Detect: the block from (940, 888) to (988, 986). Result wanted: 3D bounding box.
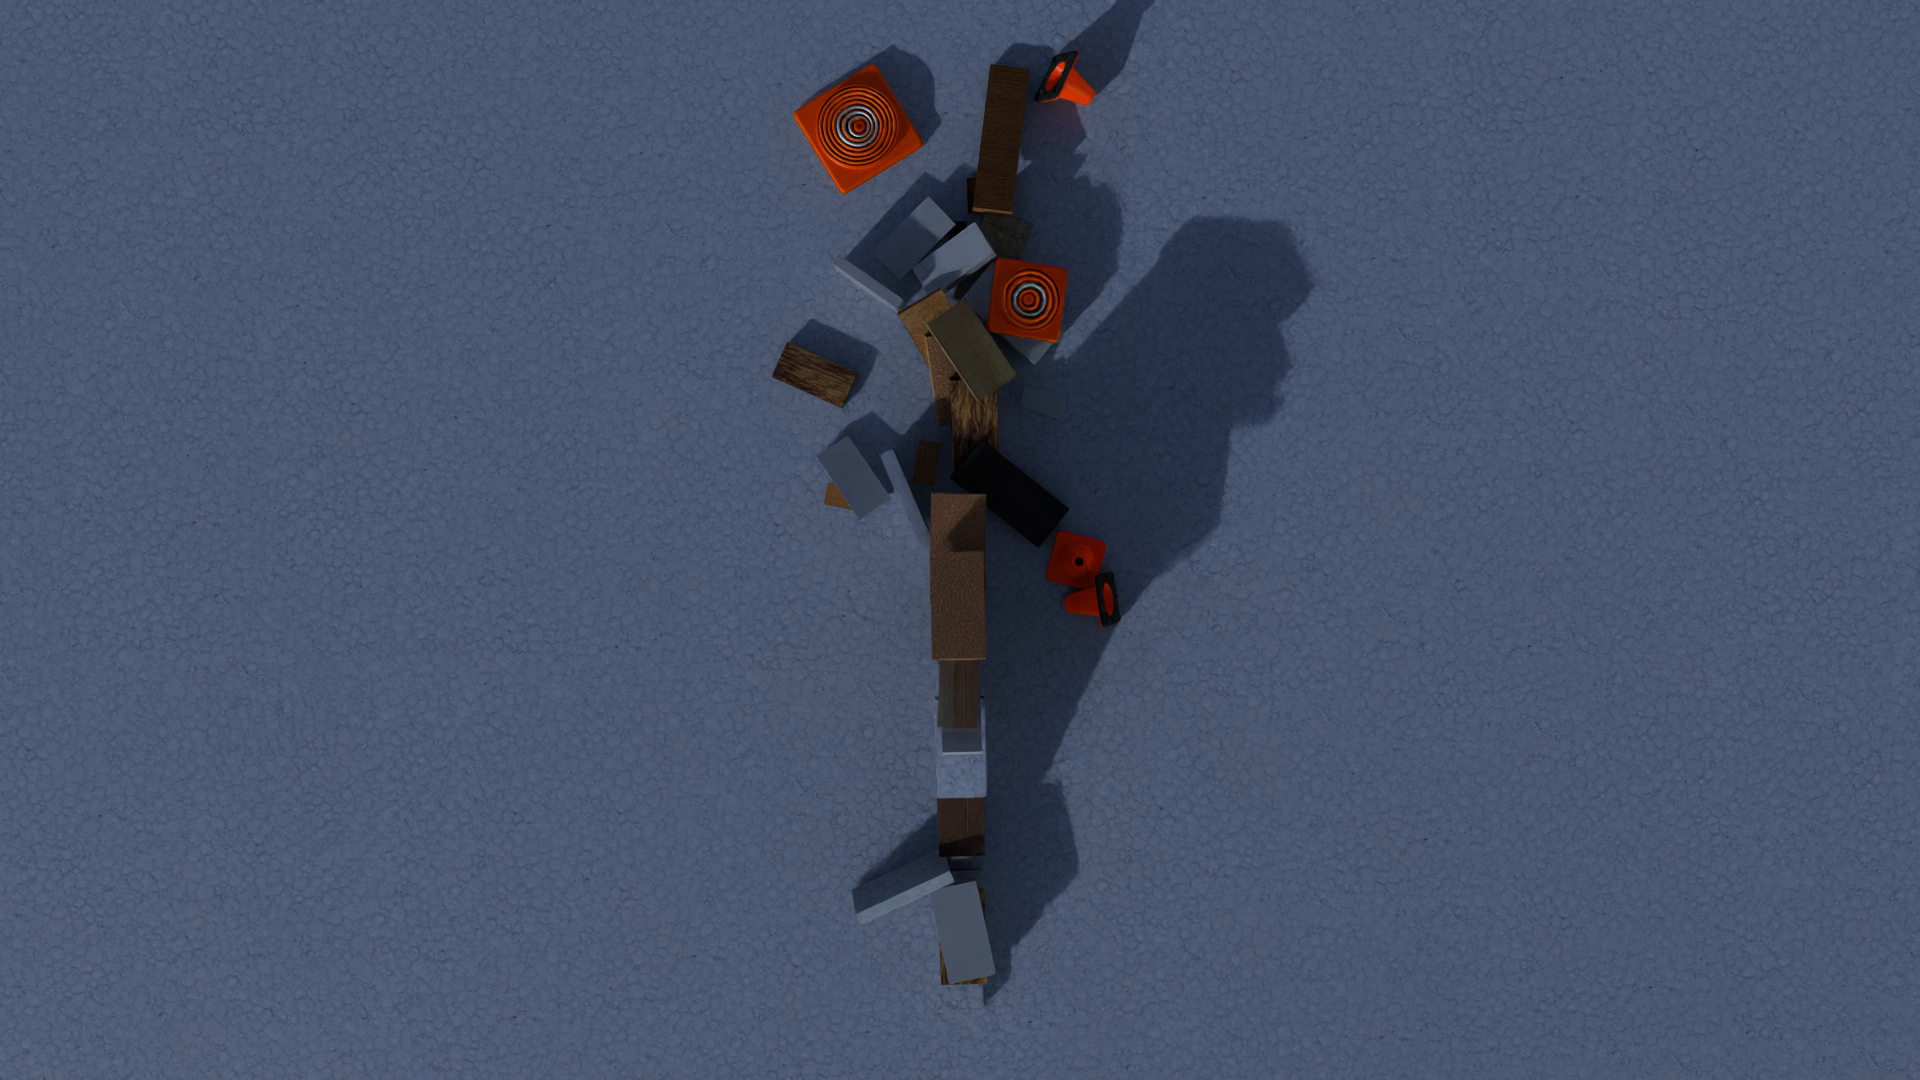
[{"bbox_3d":[0.009,1.306,5.435,0.153,0.043,0.305,-2,90,0],"label":"block"}]

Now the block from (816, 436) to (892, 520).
[{"bbox_3d":[-0.352,-0.205,5.465,0.127,0.036,0.254,-34,85,-5],"label":"block"}]

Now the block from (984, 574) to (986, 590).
[{"bbox_3d":[-0.004,0.134,5.330,0.170,0.340,0.048,0,90,0],"label":"block"}]

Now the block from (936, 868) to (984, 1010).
[{"bbox_3d":[-0.001,1.326,5.478,0.153,0.043,0.462,-1,90,0],"label":"block"}]

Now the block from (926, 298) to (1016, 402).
[{"bbox_3d":[0.036,-0.614,5.340,0.150,0.043,0.301,-35,95,-7],"label":"block"}]

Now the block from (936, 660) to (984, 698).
[{"bbox_3d":[0.000,0.358,5.179,0.147,0.042,0.294,0,93,0],"label":"block"}]

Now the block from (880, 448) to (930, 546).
[{"bbox_3d":[-0.172,-0.137,5.417,0.046,0.164,0.328,-23,90,2],"label":"block"}]

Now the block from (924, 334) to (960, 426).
[{"bbox_3d":[-0.018,-0.534,5.417,0.150,0.043,0.301,-11,107,-7],"label":"block"}]

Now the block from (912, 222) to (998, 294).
[{"bbox_3d":[-0.018,-0.915,5.421,0.260,0.037,0.130,-34,70,14],"label":"block"}]

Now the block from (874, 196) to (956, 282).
[{"bbox_3d":[-0.150,-0.999,5.472,0.260,0.037,0.130,-44,88,3],"label":"block"}]

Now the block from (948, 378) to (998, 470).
[{"bbox_3d":[0.047,-0.385,5.427,0.150,0.043,0.301,-5,107,-8],"label":"block"}]

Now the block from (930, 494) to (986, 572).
[{"bbox_3d":[-0.006,0.026,5.136,0.170,0.048,0.340,1,90,0],"label":"block"}]

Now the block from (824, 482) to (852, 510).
[{"bbox_3d":[-0.375,-0.139,5.490,0.145,0.021,0.072,12,90,0],"label":"block"}]

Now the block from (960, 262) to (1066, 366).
[{"bbox_3d":[0.173,-0.746,5.440,0.326,0.046,0.163,40,86,-11],"label":"block"}]

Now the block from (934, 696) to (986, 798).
[{"bbox_3d":[0.003,0.647,5.156,0.156,0.044,0.311,-1,95,0],"label":"block"}]

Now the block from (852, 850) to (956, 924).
[{"bbox_3d":[-0.188,1.135,5.419,0.336,0.156,0.044,-25,110,0],"label":"block"}]

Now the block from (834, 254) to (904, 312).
[{"bbox_3d":[-0.300,-0.842,5.437,0.254,0.127,0.036,35,90,0],"label":"block"}]

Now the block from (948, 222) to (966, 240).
[{"bbox_3d":[-0.009,-1.001,5.492,0.058,0.016,0.116,2,90,0],"label":"block"}]

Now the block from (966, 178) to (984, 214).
[{"bbox_3d":[0.053,-1.146,5.492,0.058,0.016,0.116,-2,90,0],"label":"block"}]

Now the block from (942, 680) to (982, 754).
[{"bbox_3d":[0.003,0.512,5.097,0.122,0.034,0.295,-2,72,0],"label":"block"}]

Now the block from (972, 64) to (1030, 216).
[{"bbox_3d":[0.135,-1.321,5.442,0.130,0.037,0.500,7,81,0],"label":"block"}]

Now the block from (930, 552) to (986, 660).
[{"bbox_3d":[-0.006,0.201,5.043,0.164,0.046,0.328,-1,83,0],"label":"block"}]

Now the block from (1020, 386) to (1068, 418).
[{"bbox_3d":[0.278,-0.459,5.490,0.145,0.021,0.072,17,90,0],"label":"block"}]

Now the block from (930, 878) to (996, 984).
[{"bbox_3d":[0.008,1.278,5.391,0.156,0.044,0.311,-12,90,0],"label":"block"}]

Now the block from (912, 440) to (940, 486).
[{"bbox_3d":[-0.110,-0.255,5.490,0.072,0.021,0.145,10,90,-1],"label":"block"}]

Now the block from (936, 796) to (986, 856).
[{"bbox_3d":[0.003,0.893,5.378,0.153,0.043,0.305,-2,115,0],"label":"block"}]

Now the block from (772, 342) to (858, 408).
[{"bbox_3d":[-0.483,-0.547,5.482,0.254,0.036,0.127,24,90,0],"label":"block"}]

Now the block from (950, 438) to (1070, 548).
[{"bbox_3d":[0.164,-0.155,5.438,0.373,0.046,0.164,38,96,-9],"label":"block"}]

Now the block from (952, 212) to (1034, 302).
[{"bbox_3d":[0.107,-0.922,5.462,0.163,0.046,0.326,21,90,-11],"label":"block"}]

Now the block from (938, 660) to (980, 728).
[{"bbox_3d":[-0.004,0.452,5.053,0.122,0.034,0.243,2,84,0],"label":"block"}]

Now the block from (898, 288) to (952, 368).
[{"bbox_3d":[-0.053,-0.646,5.428,0.163,0.046,0.326,-31,108,0],"label":"block"}]

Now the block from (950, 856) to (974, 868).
[{"bbox_3d":[0.023,1.014,5.471,0.068,0.019,0.135,18,104,-6],"label":"block"}]
